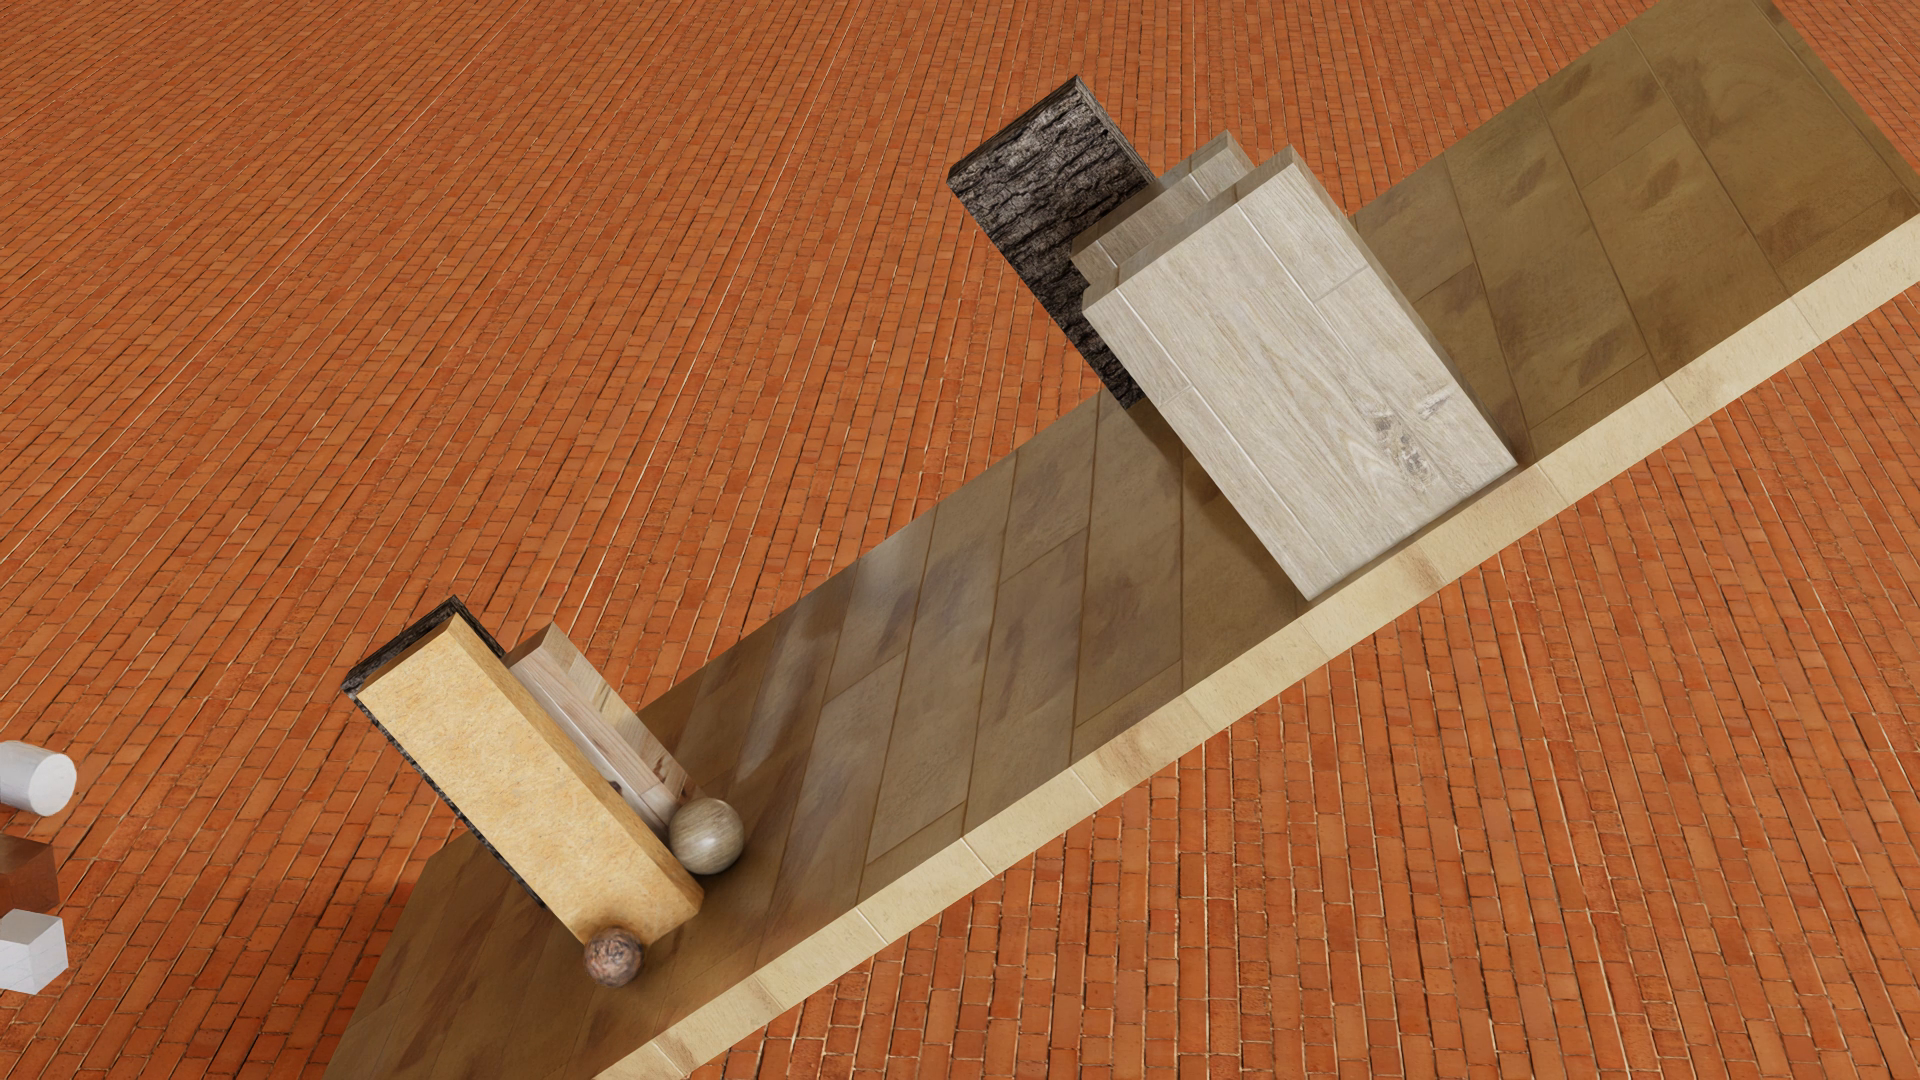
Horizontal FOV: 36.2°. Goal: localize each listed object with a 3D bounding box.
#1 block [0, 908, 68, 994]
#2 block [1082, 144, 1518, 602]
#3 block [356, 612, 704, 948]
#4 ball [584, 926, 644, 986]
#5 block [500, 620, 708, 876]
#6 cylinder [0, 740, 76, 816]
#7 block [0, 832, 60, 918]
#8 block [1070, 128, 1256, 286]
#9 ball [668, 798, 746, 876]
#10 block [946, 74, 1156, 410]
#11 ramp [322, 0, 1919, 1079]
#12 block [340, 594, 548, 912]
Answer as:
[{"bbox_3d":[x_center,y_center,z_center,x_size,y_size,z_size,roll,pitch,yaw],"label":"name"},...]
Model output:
[{"bbox_3d":[-2.347,1.032,7.380,0.142,0.142,0.142,7,24,17],"label":"block"},{"bbox_3d":[0.591,-0.284,5.117,0.441,0.670,0.123,-35,16,17],"label":"block"},{"bbox_3d":[-0.869,0.521,5.998,0.246,0.786,0.088,-35,16,17],"label":"block"},{"bbox_3d":[-0.700,0.844,5.956,0.120,0.120,0.120,0,23,0],"label":"ball"},{"bbox_3d":[-0.830,0.523,6.252,0.390,0.599,0.124,-35,16,17],"label":"block"},{"bbox_3d":[-2.598,0.663,8.209,0.177,0.177,0.177,12,26,27],"label":"cylinder"},{"bbox_3d":[-2.482,0.893,7.670,0.172,0.172,0.172,9,25,21],"label":"block"},{"bbox_3d":[0.549,-0.592,6.493,0.422,0.445,0.149,-35,16,17],"label":"block"},{"bbox_3d":[-0.528,0.616,6.120,0.161,0.161,0.161,0,23,0],"label":"ball"},{"bbox_3d":[0.328,-0.685,6.808,0.369,0.686,0.131,-35,16,17],"label":"block"},{"bbox_3d":[0.127,0.180,6.326,4.000,0.100,2.000,-35,16,17],"label":"ramp"},{"bbox_3d":[-1.037,0.486,6.636,0.320,0.703,0.085,-35,16,17],"label":"block"}]
